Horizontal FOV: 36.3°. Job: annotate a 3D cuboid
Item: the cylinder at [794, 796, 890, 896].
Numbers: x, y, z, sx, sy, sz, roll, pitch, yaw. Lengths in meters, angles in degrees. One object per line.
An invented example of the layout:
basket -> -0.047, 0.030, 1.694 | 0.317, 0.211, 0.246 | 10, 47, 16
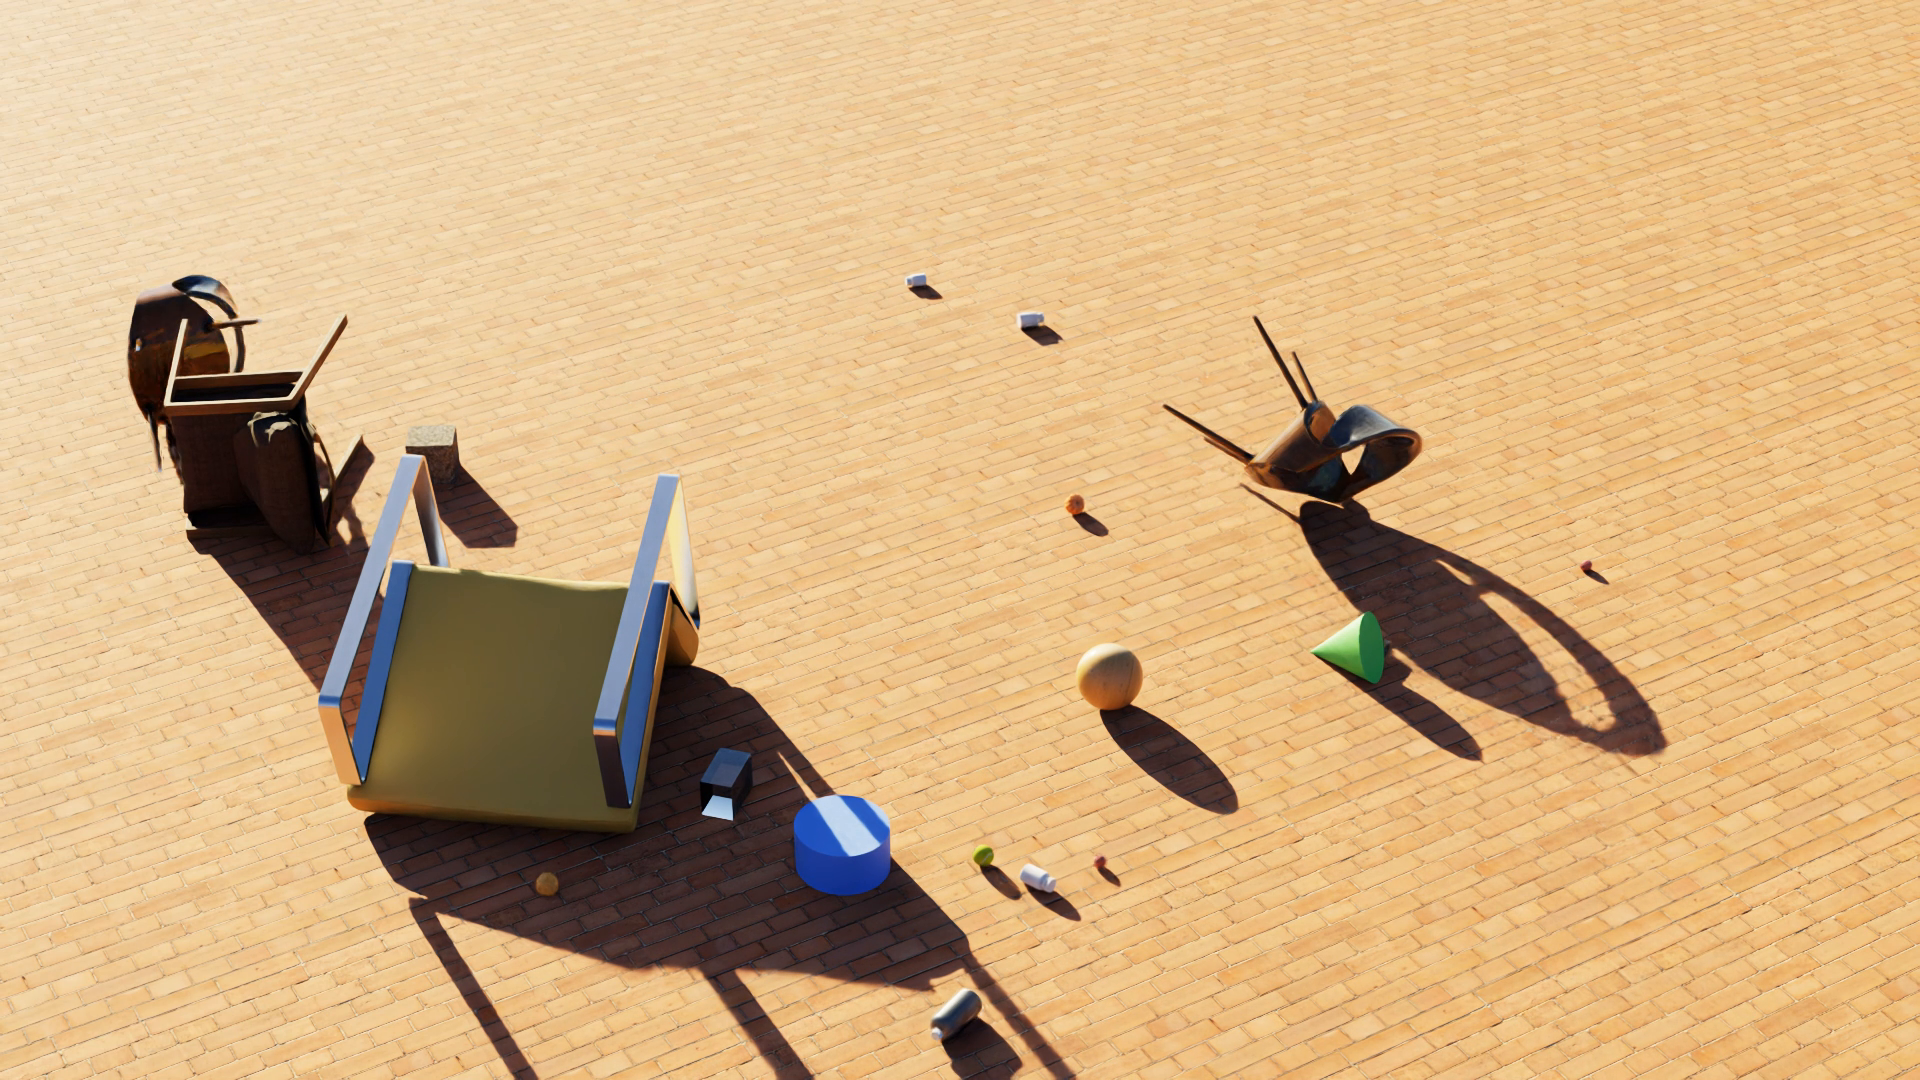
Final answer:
cylinder -> -0.374, 0.969, 9.330 | 0.298, 0.157, 0.318 | -25, 41, -33

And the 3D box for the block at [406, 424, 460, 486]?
block -> -2.028, -0.327, 11.281 | 0.177, 0.176, 0.149 | -1, 33, -2

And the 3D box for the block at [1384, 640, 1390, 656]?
block -> 1.458, 0.391, 10.310 | 0.066, 0.045, 0.105 | 17, 37, 24

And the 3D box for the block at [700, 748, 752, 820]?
block -> -0.765, 0.799, 9.608 | 0.109, 0.136, 0.189 | 9, 35, 14

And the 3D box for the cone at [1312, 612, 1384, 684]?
cone -> 1.331, 0.384, 10.262 | 0.256, 0.251, 0.159 | -6, -1, 40

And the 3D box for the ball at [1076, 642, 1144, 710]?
ball -> 0.511, 0.467, 10.025 | 0.232, 0.232, 0.232 | 0, 33, 0
